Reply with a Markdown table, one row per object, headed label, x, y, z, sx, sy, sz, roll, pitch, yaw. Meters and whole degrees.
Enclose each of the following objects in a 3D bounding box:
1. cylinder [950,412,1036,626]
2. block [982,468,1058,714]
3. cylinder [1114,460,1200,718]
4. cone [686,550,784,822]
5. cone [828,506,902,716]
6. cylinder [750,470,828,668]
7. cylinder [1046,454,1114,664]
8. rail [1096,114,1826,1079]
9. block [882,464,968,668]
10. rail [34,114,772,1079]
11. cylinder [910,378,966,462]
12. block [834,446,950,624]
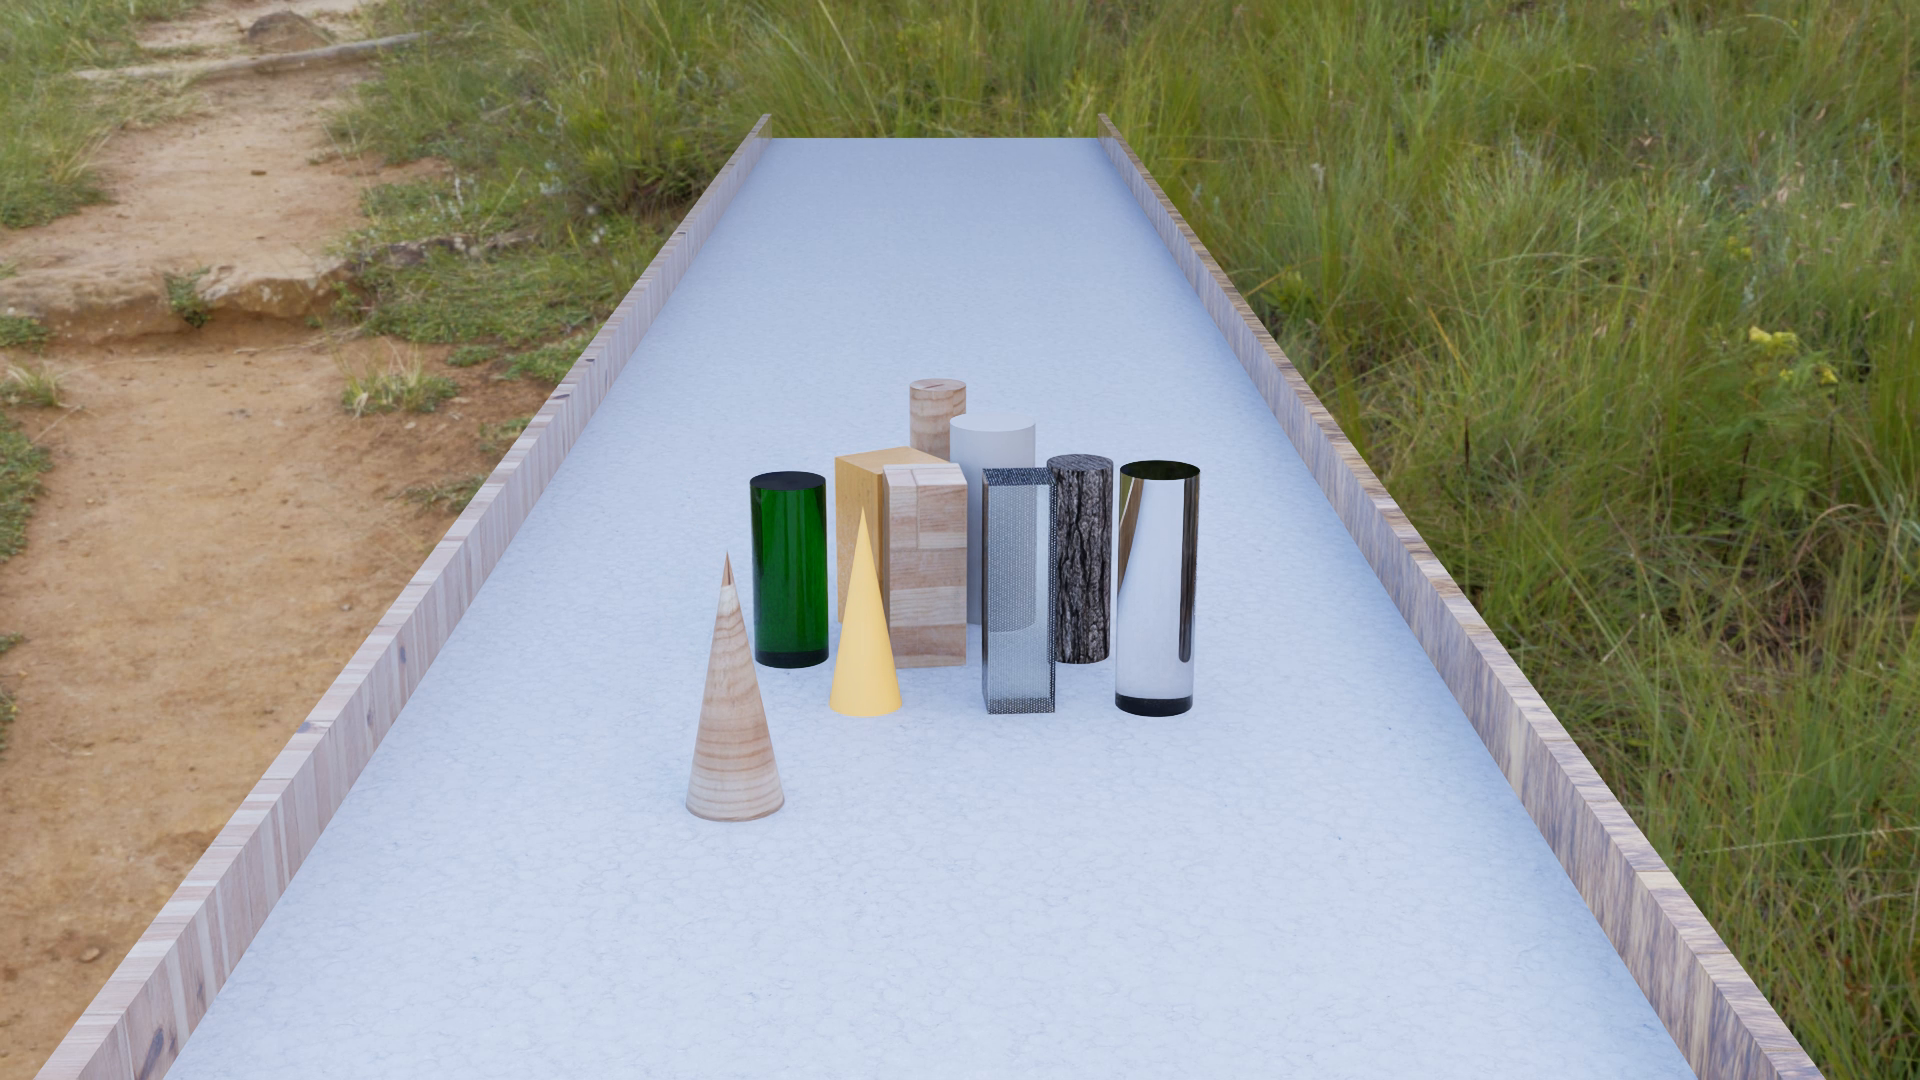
| label | x | y | z | sx | sy | sz | roll | pitch | yaw |
| --- | --- | --- | --- | --- | --- | --- | --- | --- | --- |
| cylinder | 0.068 | -0.046 | 4.647 | 0.180 | 0.419 | 0.180 | 0 | 17 | 0 |
| block | 0.110 | 0.096 | 4.126 | 0.126 | 0.444 | 0.126 | -1 | 17 | -5 |
| cylinder | 0.369 | 0.091 | 4.118 | 0.149 | 0.458 | 0.149 | 0 | 17 | 0 |
| cone | -0.381 | 0.230 | 3.666 | 0.168 | 0.449 | 0.168 | 0 | 17 | 0 |
| cone | -0.180 | 0.124 | 4.125 | 0.139 | 0.390 | 0.139 | 0 | 17 | 0 |
| cylinder | -0.339 | 0.059 | 4.386 | 0.151 | 0.367 | 0.151 | 0 | 17 | 0 |
| cylinder | 0.237 | 0.038 | 4.398 | 0.133 | 0.399 | 0.133 | 0 | 17 | 0 |
| rail | 0.932 | -0.844 | 7.801 | 0.050 | 0.150 | 12.000 | 0 | 17 | -1 |
| block | -0.071 | 0.051 | 4.386 | 0.152 | 0.378 | 0.152 | -2 | 18 | -7 |
| rail | -1.118 | -0.838 | 7.780 | 0.050 | 0.150 | 12.000 | 0 | 17 | -1 |
| cylinder | -0.048 | -0.127 | 4.875 | 0.125 | 0.444 | 0.125 | 0 | 17 | 0 |
| block | -0.138 | 0.007 | 4.570 | 0.174 | 0.359 | 0.174 | -10 | 19 | -31 |
